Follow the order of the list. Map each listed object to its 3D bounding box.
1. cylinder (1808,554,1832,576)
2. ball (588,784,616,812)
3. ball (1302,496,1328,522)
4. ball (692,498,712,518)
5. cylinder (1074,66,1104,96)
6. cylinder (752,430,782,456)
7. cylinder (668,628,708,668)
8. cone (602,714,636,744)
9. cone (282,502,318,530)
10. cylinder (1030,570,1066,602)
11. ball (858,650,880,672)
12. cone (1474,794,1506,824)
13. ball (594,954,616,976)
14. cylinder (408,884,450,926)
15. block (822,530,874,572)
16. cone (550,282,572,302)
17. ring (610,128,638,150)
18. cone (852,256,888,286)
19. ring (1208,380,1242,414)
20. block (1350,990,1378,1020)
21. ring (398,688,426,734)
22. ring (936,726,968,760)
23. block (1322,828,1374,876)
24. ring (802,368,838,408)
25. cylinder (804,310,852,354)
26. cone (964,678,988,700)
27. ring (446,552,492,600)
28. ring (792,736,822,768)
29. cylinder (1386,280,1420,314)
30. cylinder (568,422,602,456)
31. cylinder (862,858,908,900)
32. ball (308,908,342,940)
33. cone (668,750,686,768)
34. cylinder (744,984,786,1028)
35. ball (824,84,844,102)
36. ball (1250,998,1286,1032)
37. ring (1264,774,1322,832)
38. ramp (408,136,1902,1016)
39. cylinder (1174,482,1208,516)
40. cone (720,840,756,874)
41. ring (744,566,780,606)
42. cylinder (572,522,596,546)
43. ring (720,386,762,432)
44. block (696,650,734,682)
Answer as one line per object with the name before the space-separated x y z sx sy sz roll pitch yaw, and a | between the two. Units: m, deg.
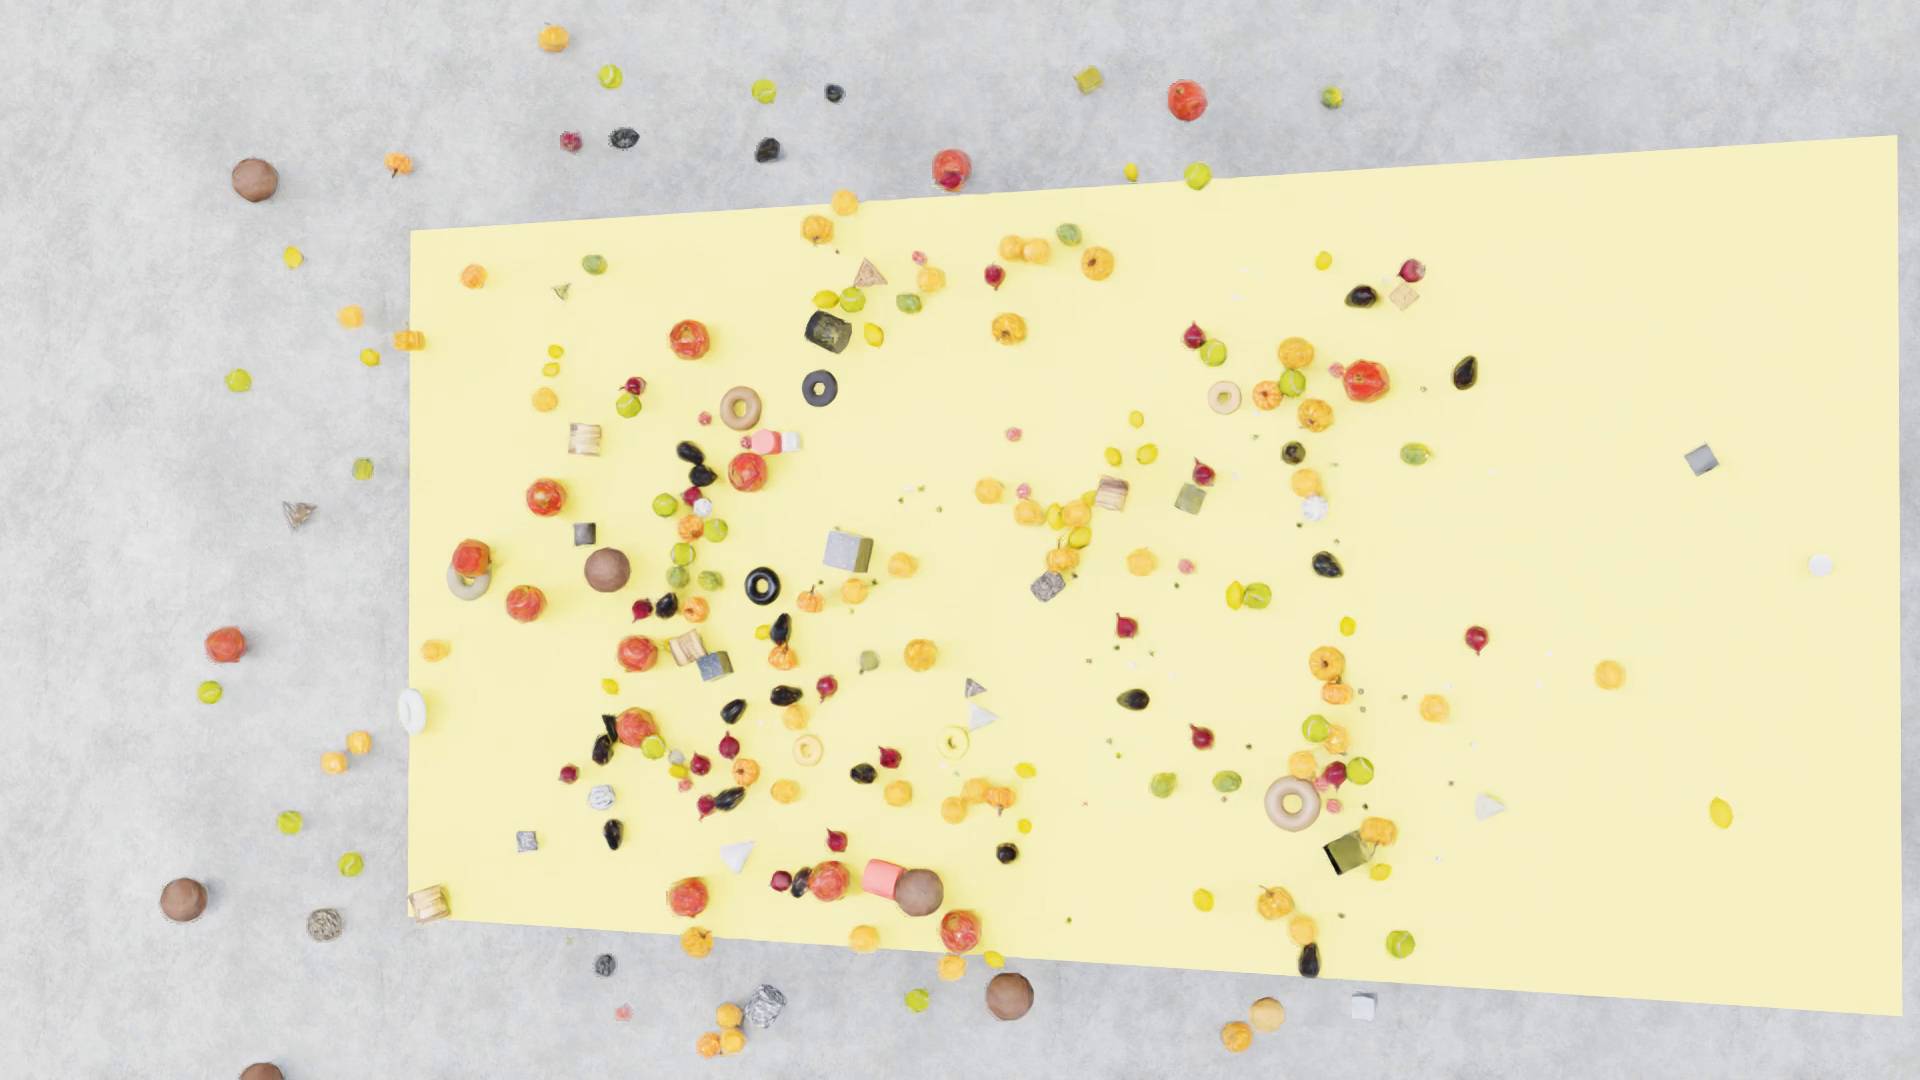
cylinder | 1.968 0.058 5.029 0.051 0.051 0.051 0 89 21
ball | -0.999 0.719 6.134 0.076 0.076 0.076 0 89 0
ball | 0.877 -0.077 5.437 0.066 0.066 0.066 0 89 0
ball | -0.706 -0.089 6.024 0.052 0.052 0.052 0 89 0
cylinder | 0.381 -1.353 6.485 0.064 0.064 0.064 -32 89 -5
cylinder | -0.521 -0.265 5.970 0.068 0.068 0.068 0 89 21
cylinder | -0.747 0.296 6.028 0.083 0.083 0.083 -24 89 -1
cone | -0.944 0.511 6.136 0.088 0.088 0.088 -23 89 -8
cone | -1.937 -0.089 6.489 0.091 0.091 0.091 -24 89 -27
cylinder | 0.226 0.119 5.669 0.064 0.064 0.064 -36 89 -33
ball | -0.242 0.321 5.860 0.060 0.060 0.060 0 89 0
cone | 1.285 0.643 5.291 0.072 0.072 0.072 -5 89 -18
ball | -1.016 1.220 6.306 0.062 0.062 0.062 0 89 0
cylinder | -1.527 1.050 6.319 0.094 0.094 0.094 -19 83 0
block | -0.298 0.030 5.867 0.093 0.093 0.093 13 94 20
cone | -1.122 -0.712 6.227 0.057 0.057 0.057 -41 89 -12
ring | -0.990 -1.185 6.490 0.086 0.029 0.086 -5 45 5
cone | -0.230 -0.701 5.880 0.089 0.089 0.089 22 89 -7
ring | 0.667 -0.359 5.540 0.089 0.030 0.089 0 90 22
block | 1.063 1.224 5.783 0.058 0.058 0.058 3 93 21
ring | -1.581 0.493 6.350 0.045 0.134 0.134 -8 89 -36
ring | -0.019 0.532 5.789 0.091 0.030 0.091 0 89 20
block | 0.951 0.765 5.389 0.082 0.082 0.082 -30 79 18
ring | -0.379 -0.410 5.936 0.104 0.035 0.104 -1 88 21
cylinder | -0.353 -0.558 5.897 0.092 0.092 0.092 26 89 19
cone | 0.046 0.392 5.768 0.059 0.059 0.059 7 89 -6
ring | -1.410 0.105 6.313 0.140 0.047 0.140 -1 87 16
ring | -0.411 0.570 5.938 0.088 0.029 0.088 0 90 20
cylinder | 1.083 -0.595 5.370 0.058 0.058 0.058 45 105 1
cylinder | -1.051 -0.281 6.160 0.088 0.088 0.088 6 92 0
cylinder | -0.199 0.898 5.819 0.092 0.092 0.092 14 89 20
ball | -1.863 1.127 6.446 0.095 0.095 0.095 0 89 0
cone | -0.795 0.606 6.070 0.053 0.053 0.053 0 89 21
cylinder | -0.570 1.365 6.437 0.092 0.092 0.092 35 99 0
ball | -0.372 -1.321 6.498 0.054 0.054 0.054 0 89 0
ball | 0.799 1.233 5.710 0.091 0.091 0.091 0 89 0
ring | 0.825 0.653 5.458 0.143 0.048 0.143 0 89 20
ramp | 0.282 0.088 5.750 4.000 0.100 2.000 0 89 21
cylinder | 0.582 -0.104 5.549 0.066 0.066 0.066 23 97 0
cone | -0.588 0.842 5.970 0.093 0.093 0.093 -36 89 12
ring | -0.538 0.125 5.988 0.109 0.036 0.109 0 89 21
cylinder | -1.053 -0.016 6.171 0.063 0.063 0.063 -5 85 0
ring | -0.600 -0.359 6.015 0.127 0.042 0.127 -1 88 22
block | -0.670 0.346 6.020 0.066 0.066 0.066 -23 81 19
